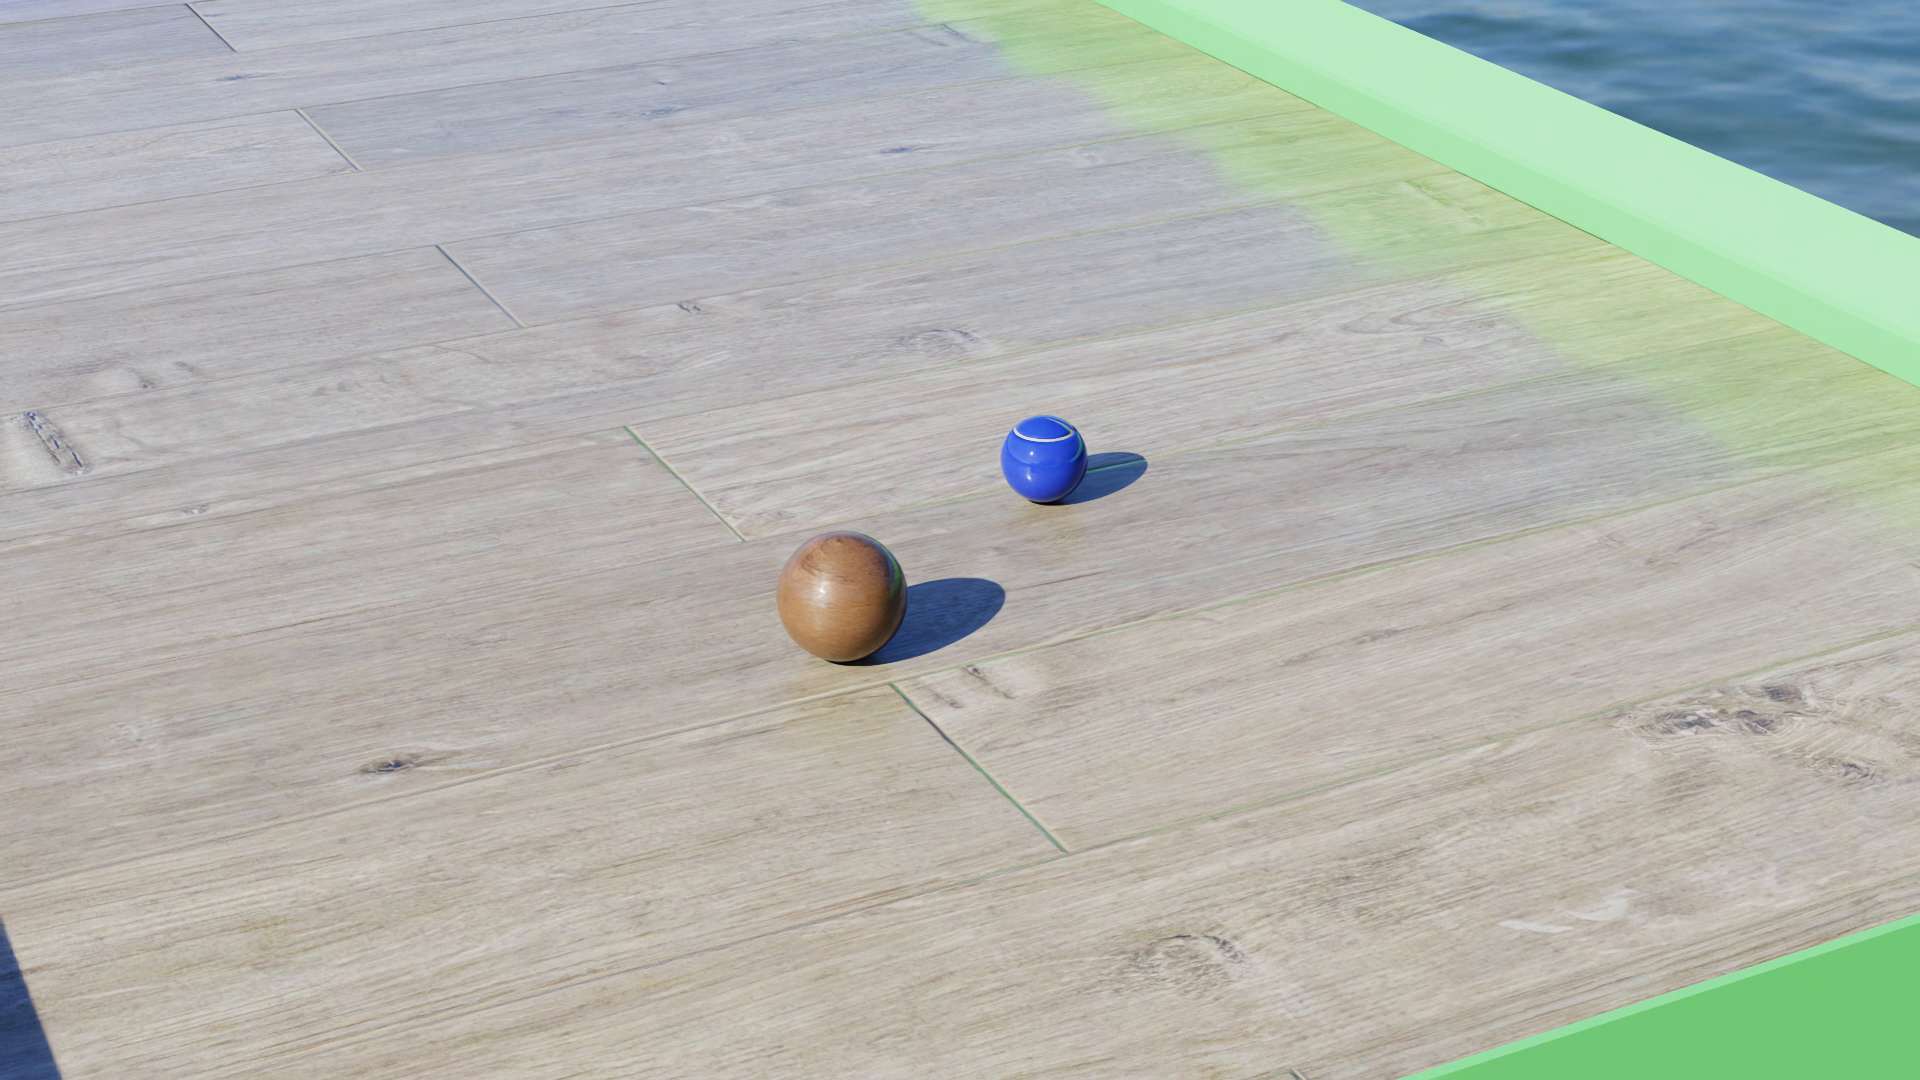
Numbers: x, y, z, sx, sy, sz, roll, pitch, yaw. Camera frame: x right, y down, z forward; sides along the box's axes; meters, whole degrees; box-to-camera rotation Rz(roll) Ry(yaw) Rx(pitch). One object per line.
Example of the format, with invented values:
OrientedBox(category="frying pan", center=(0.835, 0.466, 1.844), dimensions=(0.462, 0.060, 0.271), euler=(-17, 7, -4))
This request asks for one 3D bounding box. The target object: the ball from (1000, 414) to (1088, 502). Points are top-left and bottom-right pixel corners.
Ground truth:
OrientedBox(category="ball", center=(0.064, -0.062, 2.244), dimensions=(0.067, 0.067, 0.067), euler=(0, 25, 0))

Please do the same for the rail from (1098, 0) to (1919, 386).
OrientedBox(category="rail", center=(0.415, -0.489, 3.095), dimensions=(0.045, 0.122, 3.178), euler=(-12, 28, -24))

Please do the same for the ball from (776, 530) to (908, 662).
OrientedBox(category="ball", center=(-0.080, 0.038, 2.002), dimensions=(0.090, 0.090, 0.090), euler=(0, 25, 0))

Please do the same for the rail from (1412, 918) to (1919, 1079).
OrientedBox(category="rail", center=(0.347, 0.265, 1.475), dimensions=(1.779, 0.122, 0.045), euler=(-12, 28, -24))
